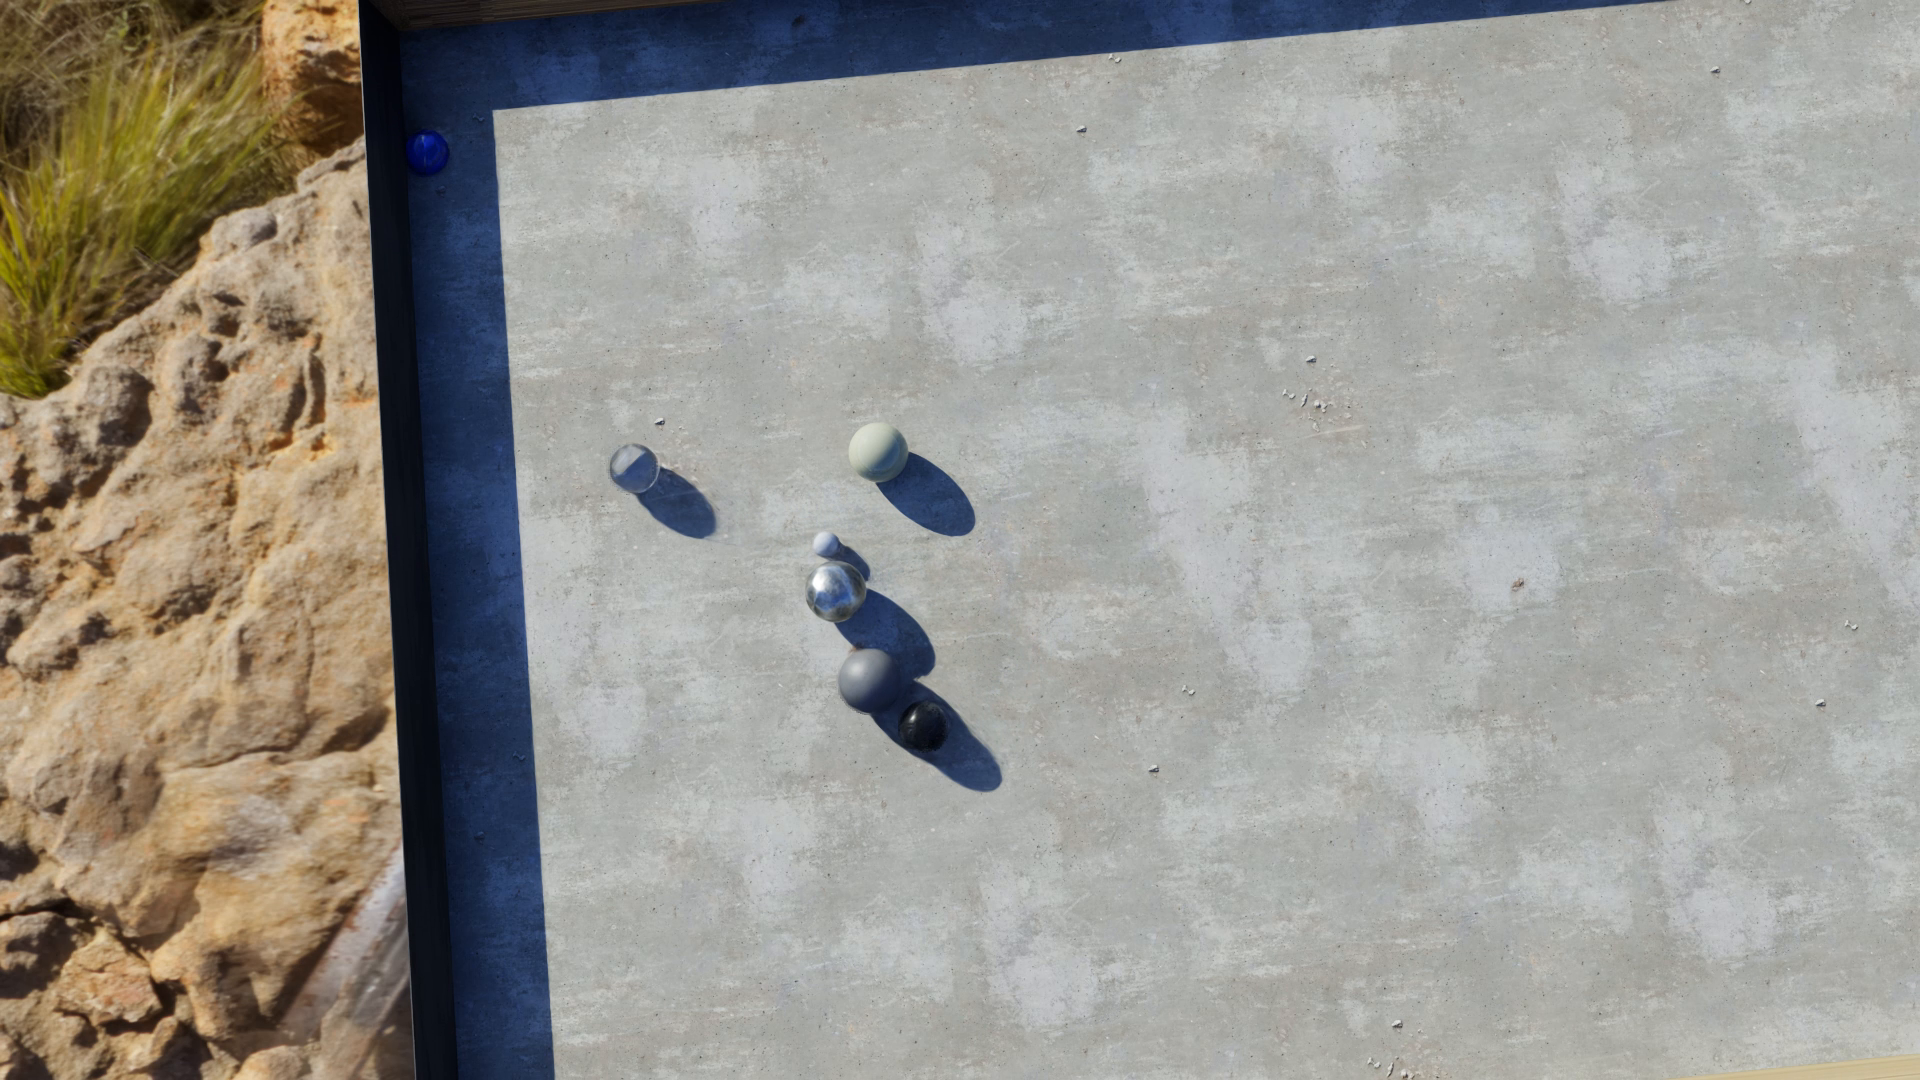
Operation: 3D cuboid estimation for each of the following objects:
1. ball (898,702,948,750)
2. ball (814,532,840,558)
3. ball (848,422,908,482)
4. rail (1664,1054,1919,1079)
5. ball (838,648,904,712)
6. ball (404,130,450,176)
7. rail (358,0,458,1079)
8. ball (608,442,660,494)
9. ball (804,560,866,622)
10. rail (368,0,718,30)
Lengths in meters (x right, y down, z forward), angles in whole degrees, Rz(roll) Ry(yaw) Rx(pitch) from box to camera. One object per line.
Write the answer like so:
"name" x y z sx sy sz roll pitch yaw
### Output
"ball" -0.054 0.273 3.234 0.072 0.072 0.072 0 80 0
"ball" -0.200 0.007 3.297 0.040 0.040 0.040 0 80 0
"ball" -0.122 -0.131 3.296 0.090 0.090 0.090 0 80 0
"rail" 0.915 0.795 3.115 3.325 0.124 0.045 -6 80 -1
"ball" -0.131 0.206 3.234 0.096 0.096 0.096 0 80 0
"ball" -0.823 -0.597 3.388 0.070 0.070 0.070 0 80 0
"rail" -0.804 0.073 3.242 0.045 0.124 1.842 -6 80 -1
"ball" -0.489 -0.108 3.299 0.076 0.076 0.076 0 80 0
"ball" -0.184 0.076 3.259 0.092 0.092 0.092 0 80 0
"rail" 0.740 -0.964 3.424 3.325 0.124 0.045 -6 80 -1
